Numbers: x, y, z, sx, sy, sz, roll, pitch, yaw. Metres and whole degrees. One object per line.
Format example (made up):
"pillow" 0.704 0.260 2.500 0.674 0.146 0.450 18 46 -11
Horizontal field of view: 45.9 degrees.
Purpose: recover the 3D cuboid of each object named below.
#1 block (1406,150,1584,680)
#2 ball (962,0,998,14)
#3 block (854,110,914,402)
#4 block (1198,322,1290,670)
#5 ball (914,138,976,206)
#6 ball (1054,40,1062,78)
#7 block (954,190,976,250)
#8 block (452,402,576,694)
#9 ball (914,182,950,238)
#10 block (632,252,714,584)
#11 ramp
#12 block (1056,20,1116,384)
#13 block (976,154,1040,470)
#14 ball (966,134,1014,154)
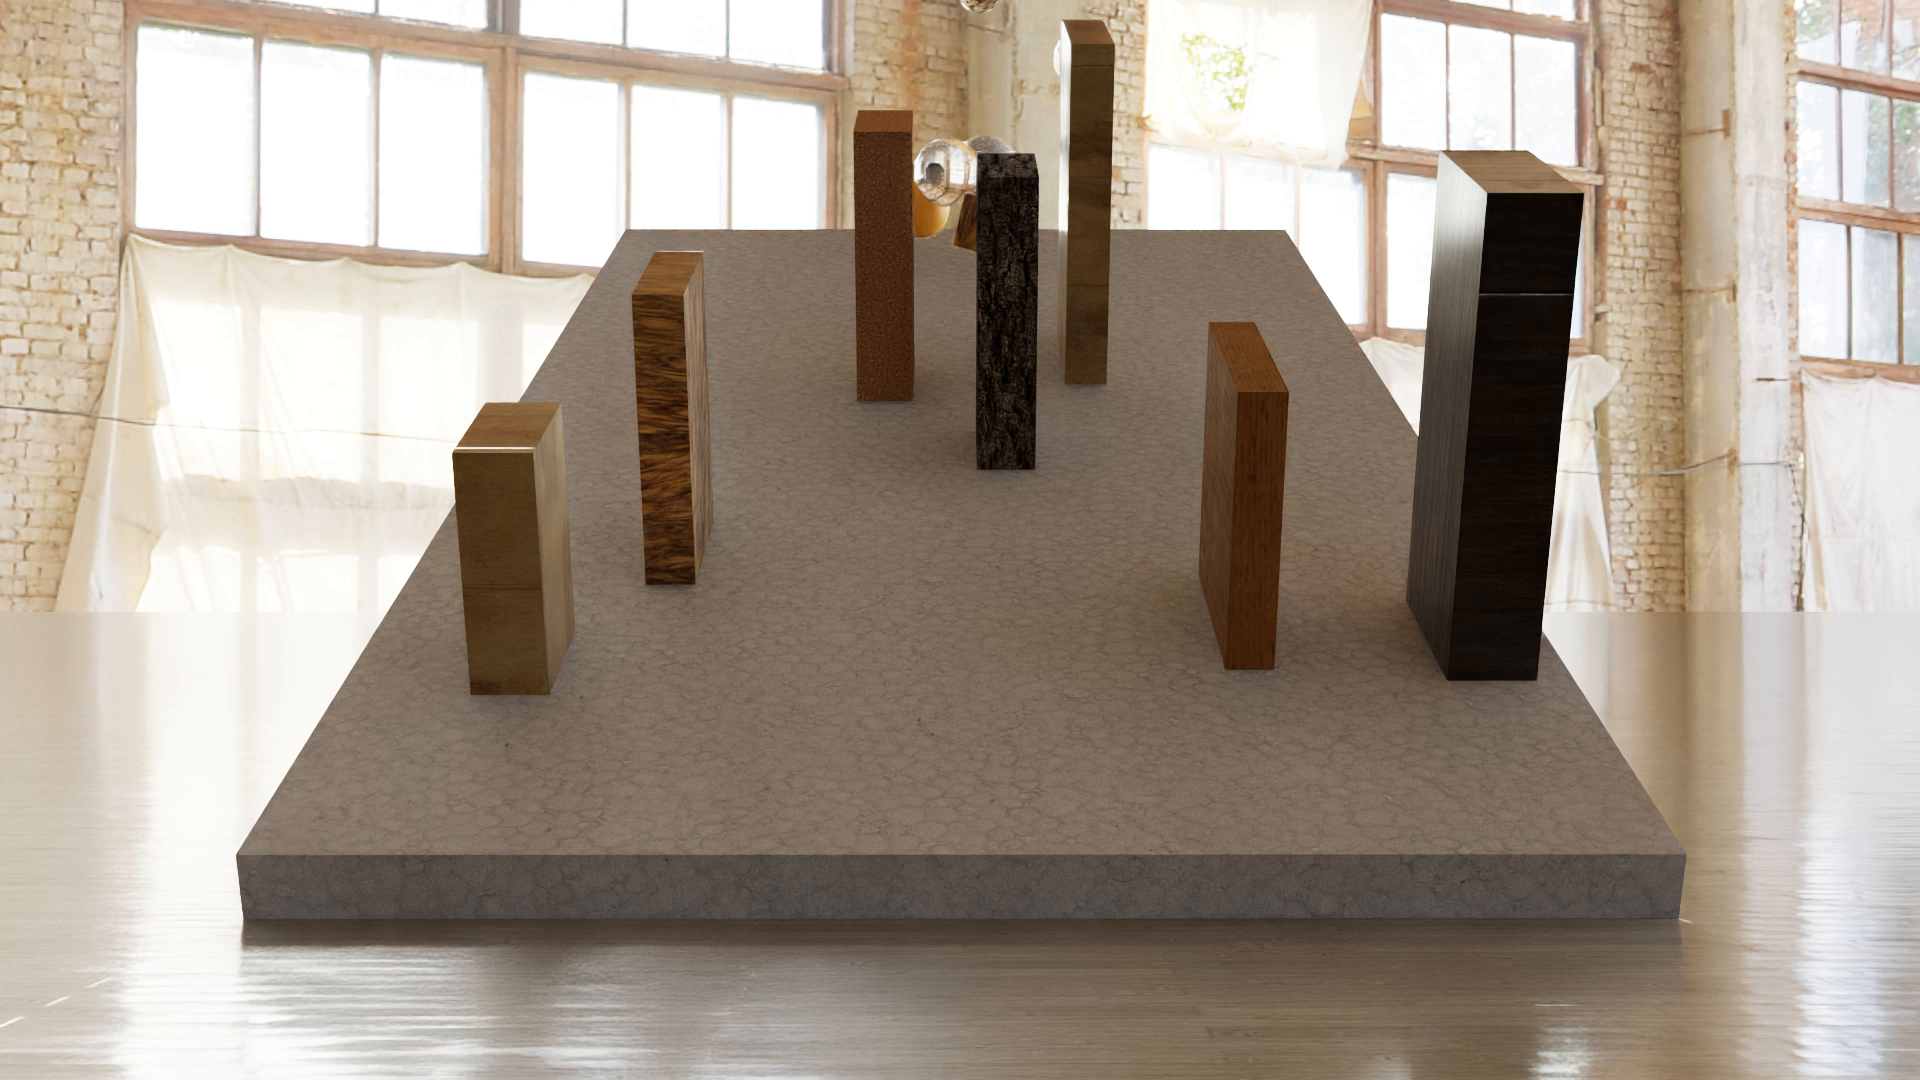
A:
"block" 0.865 -0.208 3.717 0.146 0.800 0.354 0 20 0
"ball" 0.059 -1.637 6.779 0.122 0.122 0.122 0 -2 0
"block" -0.171 -0.653 5.199 0.126 0.614 0.282 0 20 0
"block" 0.476 -0.084 3.850 0.080 0.475 0.432 0 20 0
"ball" -0.035 -1.049 6.471 0.194 0.194 0.194 0 -2 0
"ball" 0.343 -1.383 6.518 0.150 0.150 0.150 0 -2 0
"block" 0.075 -0.884 6.345 0.148 0.148 0.148 14 12 2
"block" -0.720 0.010 3.687 0.125 0.407 0.273 0 20 0
"ball" -0.115 -0.969 6.630 0.170 0.170 0.170 0 -2 0
"block" -0.522 -0.228 4.151 0.089 0.535 0.331 0 20 0
"ramp" -0.005 -0.208 5.021 2.000 0.100 4.000 0 20 0
"block" 0.294 -0.805 5.368 0.097 0.784 0.425 0 20 0
"block" 0.096 -0.477 4.722 0.121 0.611 0.257 0 20 0
"ball" 0.078 -1.150 6.987 0.195 0.195 0.195 0 -2 0
